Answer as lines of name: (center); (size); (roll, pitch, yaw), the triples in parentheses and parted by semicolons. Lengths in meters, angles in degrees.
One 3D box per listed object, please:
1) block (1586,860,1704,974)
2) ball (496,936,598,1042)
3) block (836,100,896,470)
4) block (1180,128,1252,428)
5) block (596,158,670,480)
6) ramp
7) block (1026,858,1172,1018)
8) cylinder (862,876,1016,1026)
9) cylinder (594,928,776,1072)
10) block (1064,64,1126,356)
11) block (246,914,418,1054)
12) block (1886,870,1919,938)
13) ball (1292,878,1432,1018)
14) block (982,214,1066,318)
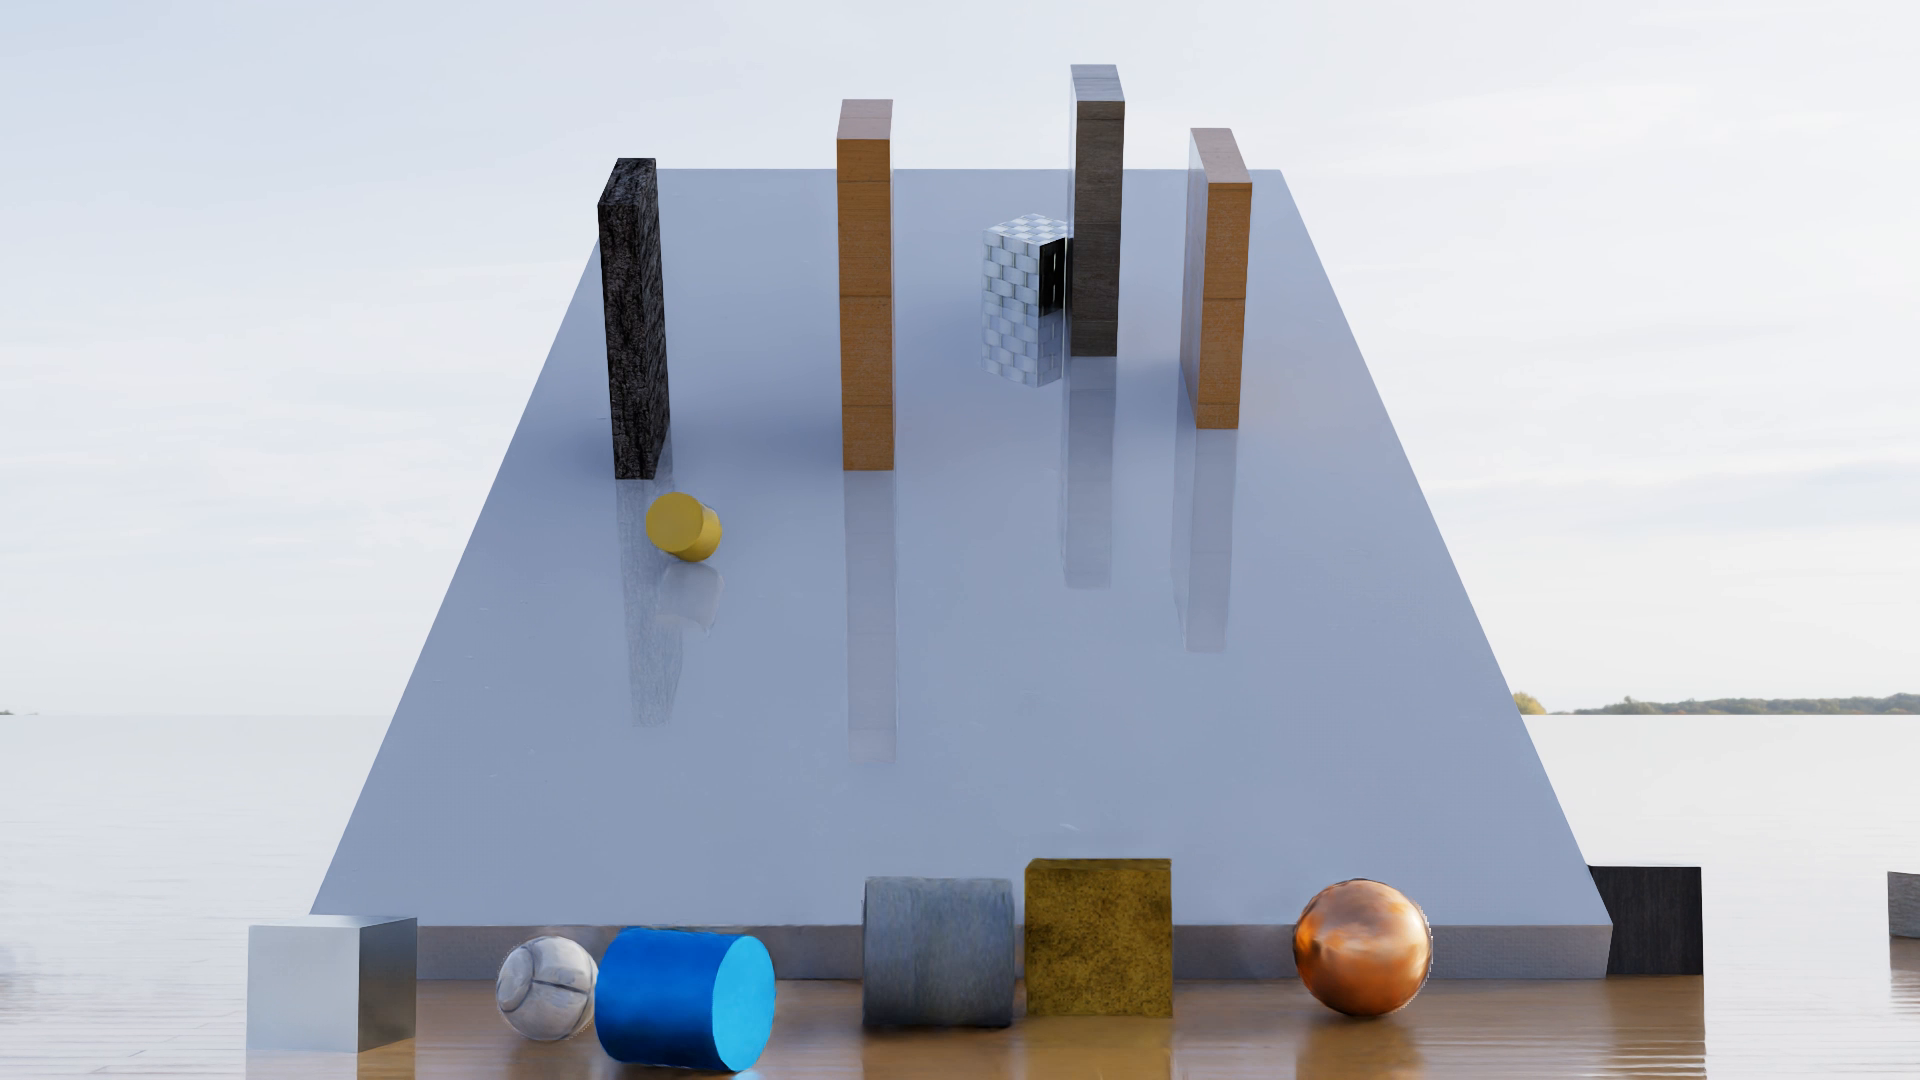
block: (1.090, 0.605, 3.785); (0.169, 0.169, 0.169); (0, -4, 4)
ball: (-0.518, 0.565, 2.962); (0.130, 0.130, 0.130); (0, -4, 0)
block: (-0.200, -0.555, 5.118); (0.110, 0.742, 0.313); (0, 26, 0)
block: (0.586, -0.609, 5.425); (0.095, 0.579, 0.439); (0, 26, 0)
block: (-0.706, -0.483, 5.111); (0.083, 0.617, 0.340); (0, 26, 0)
ramp: (-0.009, -0.229, 5.415); (2.000, 0.100, 4.000); (0, 26, 0)
block: (0.197, 0.554, 3.291); (0.199, 0.199, 0.199); (0, -4, 5)
cylinder: (-0.031, 0.543, 3.106); (0.192, 0.192, 0.192); (1, -4, -3)
cylinder: (-0.320, 0.536, 2.743); (0.155, 0.155, 0.155); (-1, -4, 23)
block: (0.328, -0.813, 5.783); (0.113, 0.638, 0.345); (0, 26, 0)
block: (-0.786, 0.554, 2.946); (0.151, 0.151, 0.151); (-1, -4, 14)
block: (1.797, 0.671, 4.330); (0.116, 0.116, 0.116); (1, -4, -14)
ball: (0.546, 0.555, 3.197); (0.185, 0.185, 0.185); (0, -4, 0)
block: (0.194, -0.713, 6.089); (0.193, 0.193, 0.193); (22, 33, 38)
